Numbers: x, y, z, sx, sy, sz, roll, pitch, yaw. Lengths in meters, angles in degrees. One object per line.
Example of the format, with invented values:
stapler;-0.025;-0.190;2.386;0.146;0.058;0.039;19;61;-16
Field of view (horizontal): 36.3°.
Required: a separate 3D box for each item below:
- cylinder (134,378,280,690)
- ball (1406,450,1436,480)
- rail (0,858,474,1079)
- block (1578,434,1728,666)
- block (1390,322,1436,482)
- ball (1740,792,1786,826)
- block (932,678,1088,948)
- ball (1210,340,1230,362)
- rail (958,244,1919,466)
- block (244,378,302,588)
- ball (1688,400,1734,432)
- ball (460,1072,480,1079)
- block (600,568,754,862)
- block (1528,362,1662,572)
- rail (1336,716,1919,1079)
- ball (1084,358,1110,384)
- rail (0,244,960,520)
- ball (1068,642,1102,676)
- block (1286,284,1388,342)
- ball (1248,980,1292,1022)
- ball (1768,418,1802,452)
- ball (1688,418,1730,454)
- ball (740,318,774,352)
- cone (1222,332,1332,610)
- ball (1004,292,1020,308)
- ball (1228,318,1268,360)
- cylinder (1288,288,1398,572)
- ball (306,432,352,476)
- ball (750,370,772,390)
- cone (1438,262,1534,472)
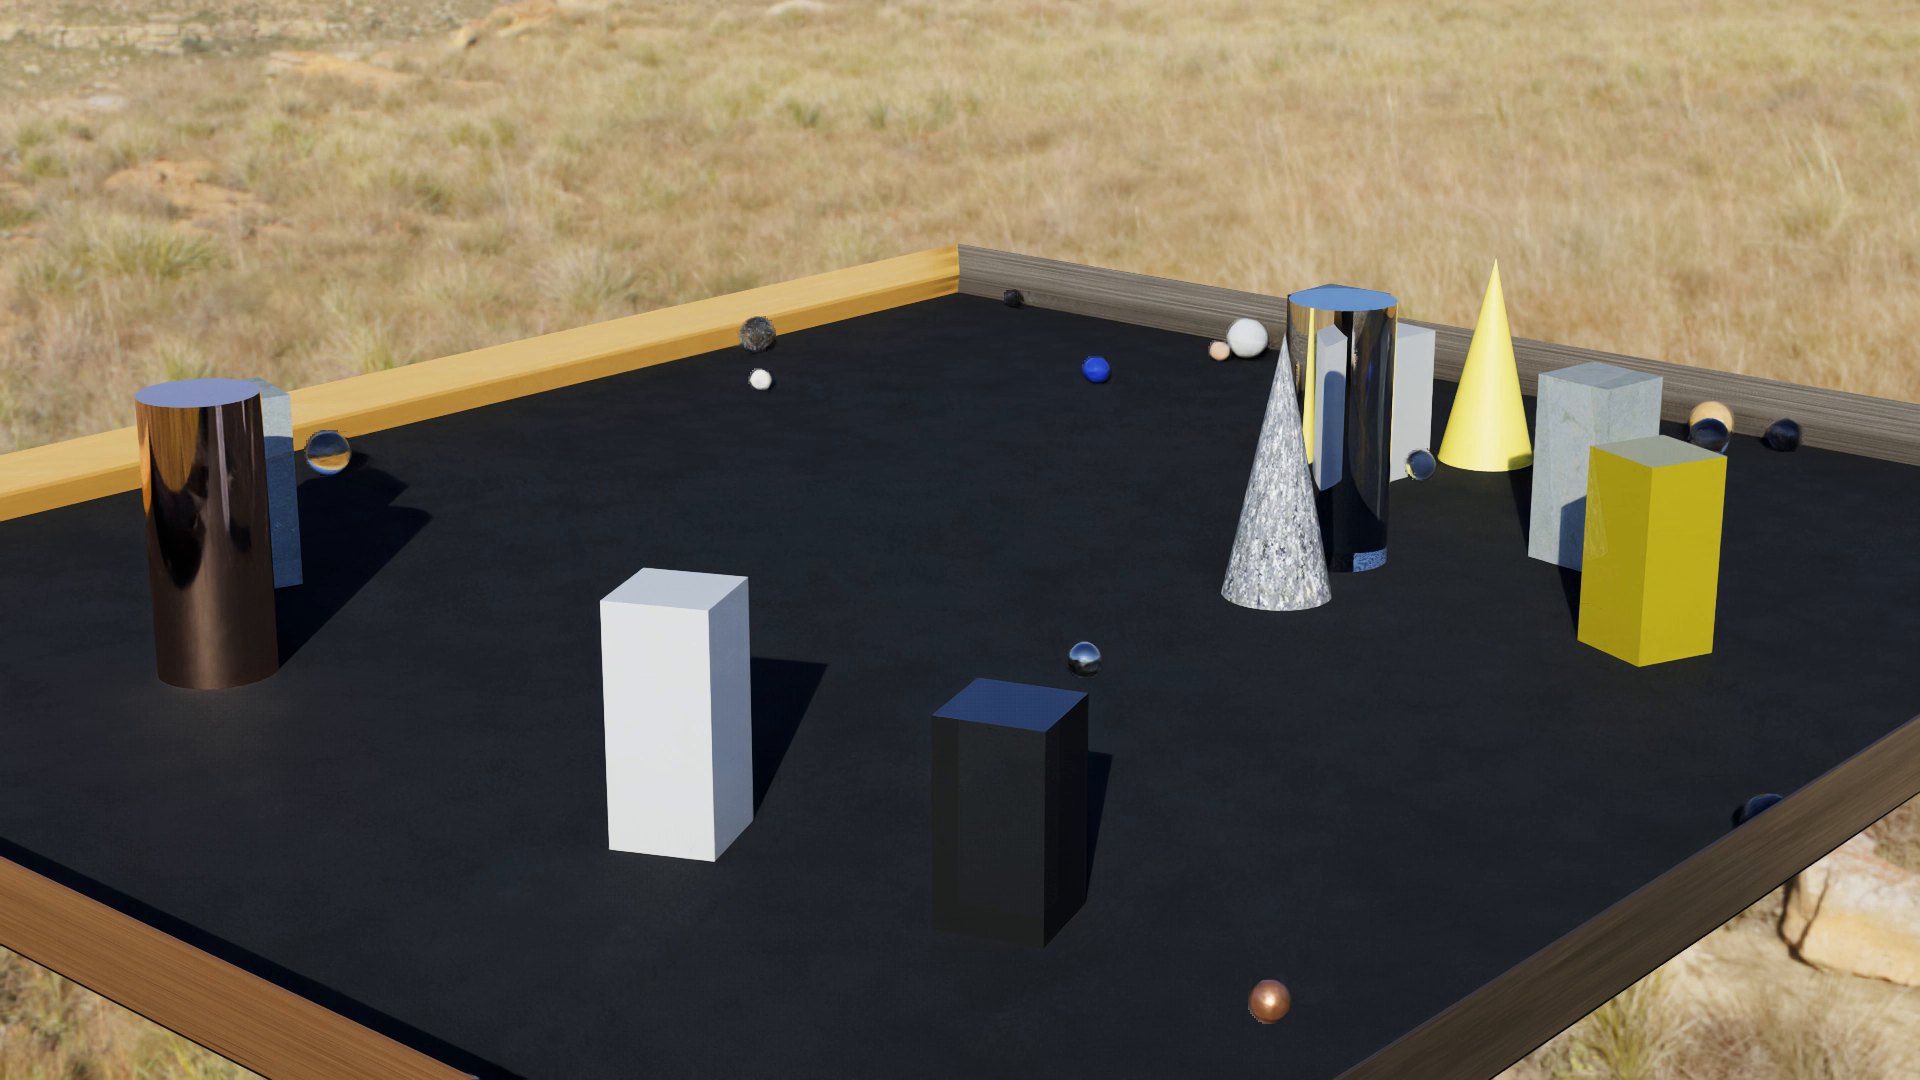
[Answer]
cylinder;-1.200;-0.011;4.684;0.193;0.461;0.193;0;17;0
ball;0.917;-0.149;5.835;0.060;0.060;0.060;0;17;0
rail;-1.236;0.443;3.757;3.332;0.125;0.045;14;22;39
block;1.134;0.016;4.812;0.154;0.335;0.154;-9;19;-26
block;0.835;-0.279;5.869;0.154;0.290;0.154;-14;22;-39
ball;1.113;0.386;4.035;0.076;0.076;0.076;0;17;0
block;0.065;0.349;3.780;0.154;0.293;0.154;7;18;22
ball;0.604;-0.439;6.815;0.048;0.048;0.048;0;17;0
rail;1.236;-0.380;6.484;3.332;0.125;0.045;14;22;39
block;-1.269;-0.094;5.161;0.154;0.344;0.154;-11;20;-31
ball;1.561;-0.244;6.097;0.090;0.090;0.090;0;17;0
ball;-0.555;0.625;3.257;0.067;0.067;0.067;0;17;0
block;-0.387;0.238;4.033;0.154;0.360;0.154;5;17;15
block;1.145;-0.131;5.287;0.154;0.341;0.154;-13;21;-37
rail;1.240;0.342;4.090;0.045;0.125;3.819;14;22;39
ball;0.309;-0.382;6.608;0.060;0.060;0.060;0;17;0
rail;-1.240;-0.280;6.151;0.045;0.125;3.819;14;22;39
ball;0.200;0.192;4.712;0.056;0.056;0.056;0;17;0
block;0.798;-0.381;6.212;0.154;0.286;0.154;15;22;40
ball;0.373;0.553;3.523;0.051;0.051;0.051;0;17;0
ball;1.701;-0.217;6.045;0.069;0.069;0.069;0;17;0
ball;1.532;-0.209;5.994;0.082;0.082;0.082;0;17;0
ball;-0.480;-0.484;6.910;0.081;0.081;0.081;0;17;0
cone;0.554;-0.131;5.067;0.193;0.469;0.193;0;17;0
ball;0.133;-0.607;7.385;0.040;0.040;0.040;0;17;0
ball;0.670;-0.469;6.835;0.095;0.095;0.095;0;17;0
cylinder;0.681;-0.198;5.274;0.193;0.478;0.193;0;17;0
ball;-1.264;-0.173;5.866;0.089;0.089;0.089;0;17;0
ball;-0.444;-0.357;6.546;0.048;0.048;0.048;0;17;0
cone;1.074;-0.366;5.936;0.193;0.417;0.193;0;17;0
